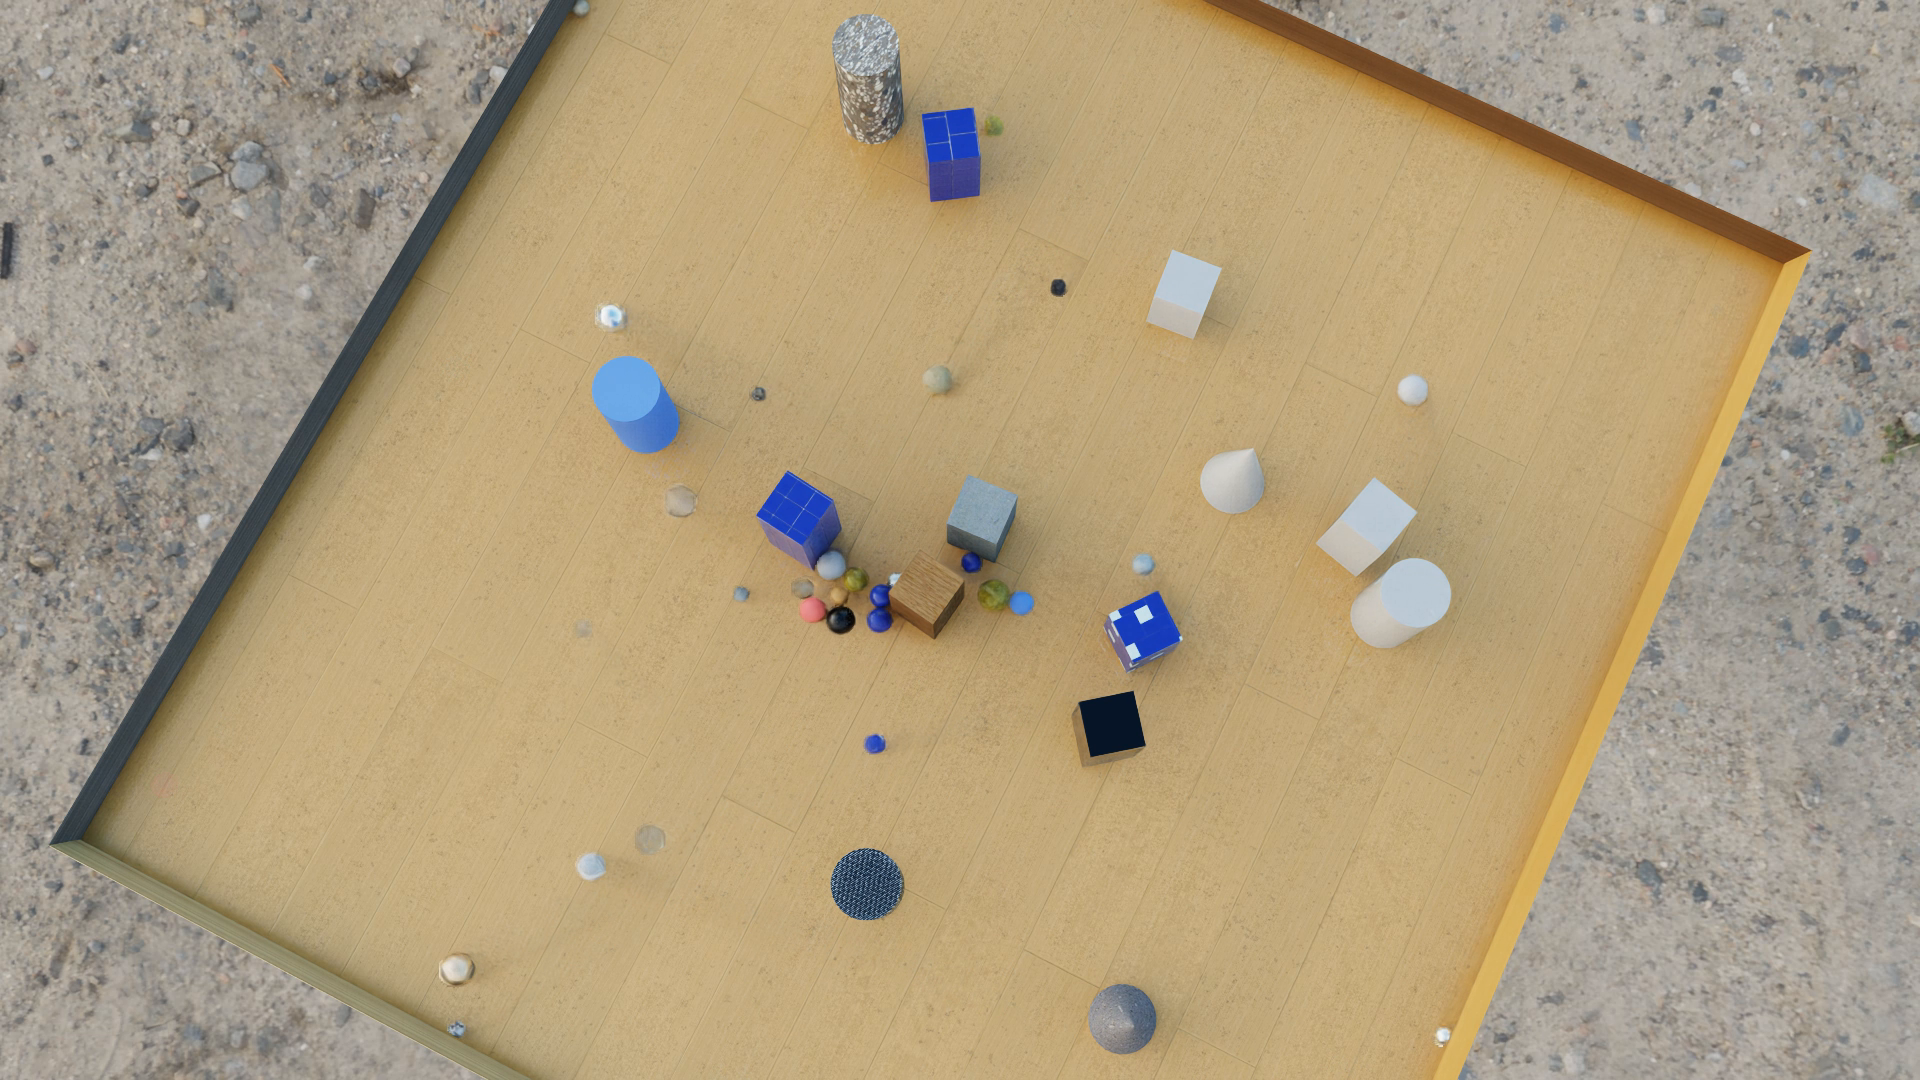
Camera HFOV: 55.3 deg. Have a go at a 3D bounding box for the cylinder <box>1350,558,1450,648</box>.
[{"bbox_3d":[1.286,0.190,5.369,0.198,0.409,0.198,0,78,0],"label":"cylinder"}]

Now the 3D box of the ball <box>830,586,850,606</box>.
[{"bbox_3d":[-0.364,0.170,5.553,0.057,0.057,0.057,0,78,0],"label":"ball"}]

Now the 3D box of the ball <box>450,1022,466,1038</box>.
[{"bbox_3d":[-1.455,1.416,5.301,0.044,0.044,0.044,0,78,0],"label":"ball"}]

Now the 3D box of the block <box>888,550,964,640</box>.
[{"bbox_3d":[-0.097,0.165,5.431,0.159,0.297,0.159,34,80,7],"label":"block"}]

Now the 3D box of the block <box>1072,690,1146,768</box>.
[{"bbox_3d":[0.427,0.552,5.317,0.159,0.362,0.159,-11,79,-2],"label":"block"}]

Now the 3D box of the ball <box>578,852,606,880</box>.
[{"bbox_3d":[-1.080,0.959,5.377,0.081,0.081,0.081,0,78,0],"label":"ball"}]

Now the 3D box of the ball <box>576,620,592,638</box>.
[{"bbox_3d":[-1.136,0.269,5.536,0.050,0.050,0.050,0,78,0],"label":"ball"}]

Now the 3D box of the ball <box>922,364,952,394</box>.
[{"bbox_3d":[-0.069,-0.496,5.673,0.091,0.091,0.091,0,78,0],"label":"ball"}]

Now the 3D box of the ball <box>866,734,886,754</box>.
[{"bbox_3d":[-0.250,0.607,5.460,0.060,0.060,0.060,0,78,0],"label":"ball"}]

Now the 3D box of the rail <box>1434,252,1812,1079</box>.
[{"bbox_3d":[1.726,0.852,5.373,0.045,0.129,3.988,26,80,5],"label":"rail"}]

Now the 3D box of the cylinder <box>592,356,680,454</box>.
[{"bbox_3d":[-0.971,-0.402,5.511,0.198,0.370,0.198,0,78,0],"label":"cylinder"}]

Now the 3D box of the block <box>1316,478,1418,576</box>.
[{"bbox_3d":[1.201,-0.034,5.436,0.159,0.368,0.159,40,81,8],"label":"block"}]

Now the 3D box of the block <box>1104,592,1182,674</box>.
[{"bbox_3d":[0.540,0.276,5.438,0.159,0.238,0.159,-25,79,-5],"label":"block"}]

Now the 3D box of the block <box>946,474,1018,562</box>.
[{"bbox_3d":[0.065,-0.060,5.480,0.159,0.291,0.159,23,79,5],"label":"block"}]

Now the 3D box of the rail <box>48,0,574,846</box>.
[{"bbox_3d":[-1.726,-0.838,5.723,0.045,0.129,3.988,26,80,5],"label":"rail"}]

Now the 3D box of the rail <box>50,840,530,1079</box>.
[{"bbox_3d":[-0.881,1.732,5.191,3.908,0.129,0.045,26,80,5],"label":"rail"}]

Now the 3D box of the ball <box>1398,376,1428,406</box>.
[{"bbox_3d":[1.399,-0.461,5.665,0.092,0.092,0.092,0,78,0],"label":"ball"}]

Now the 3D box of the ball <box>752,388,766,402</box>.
[{"bbox_3d":[-0.624,-0.452,5.687,0.045,0.045,0.045,0,78,0],"label":"ball"}]

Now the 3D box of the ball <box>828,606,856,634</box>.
[{"bbox_3d":[-0.358,0.242,5.523,0.086,0.086,0.086,0,78,0],"label":"ball"}]

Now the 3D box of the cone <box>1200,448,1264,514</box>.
[{"bbox_3d":[0.841,-0.221,5.449,0.198,0.417,0.198,0,78,0],"label":"cone"}]

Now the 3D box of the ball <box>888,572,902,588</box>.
[{"bbox_3d":[-0.193,0.127,5.562,0.056,0.056,0.056,0,78,0],"label":"ball"}]

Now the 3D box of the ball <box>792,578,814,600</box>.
[{"bbox_3d":[-0.474,0.148,5.553,0.064,0.064,0.064,0,78,0],"label":"ball"}]

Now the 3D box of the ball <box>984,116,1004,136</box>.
[{"bbox_3d":[0.106,-1.325,5.858,0.065,0.065,0.065,0,78,0],"label":"ball"}]

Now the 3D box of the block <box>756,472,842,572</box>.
[{"bbox_3d":[-0.472,-0.052,5.426,0.159,0.395,0.159,33,80,6],"label":"block"}]

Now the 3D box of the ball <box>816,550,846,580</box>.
[{"bbox_3d":[-0.389,0.076,5.555,0.089,0.089,0.089,0,78,0],"label":"ball"}]

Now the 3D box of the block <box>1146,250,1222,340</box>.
[{"bbox_3d":[0.688,-0.754,5.650,0.159,0.240,0.159,22,79,4],"label":"block"}]

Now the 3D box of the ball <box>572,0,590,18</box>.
[{"bbox_3d":[-1.232,-1.724,5.944,0.057,0.057,0.057,0,78,0],"label":"ball"}]

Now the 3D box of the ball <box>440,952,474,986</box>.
[{"bbox_3d":[-1.456,1.244,5.310,0.096,0.096,0.096,0,78,0],"label":"ball"}]

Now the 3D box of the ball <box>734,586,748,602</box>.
[{"bbox_3d":[-0.663,0.165,5.560,0.044,0.044,0.044,0,78,0],"label":"ball"}]

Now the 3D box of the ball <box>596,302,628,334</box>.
[{"bbox_3d":[-1.085,-0.692,5.712,0.094,0.094,0.094,0,78,0],"label":"ball"}]

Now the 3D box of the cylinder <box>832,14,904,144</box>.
[{"bbox_3d":[-0.279,-1.416,5.661,0.198,0.487,0.198,0,78,0],"label":"cylinder"}]

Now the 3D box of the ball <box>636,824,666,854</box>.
[{"bbox_3d":[-0.909,0.881,5.391,0.085,0.085,0.085,0,78,0],"label":"ball"}]

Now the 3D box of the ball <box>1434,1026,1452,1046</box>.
[{"bbox_3d":[1.398,1.432,5.292,0.055,0.055,0.055,0,78,0],"label":"ball"}]

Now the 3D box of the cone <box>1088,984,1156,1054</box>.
[{"bbox_3d":[0.472,1.355,5.144,0.198,0.376,0.198,0,78,0],"label":"cone"}]

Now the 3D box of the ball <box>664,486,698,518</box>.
[{"bbox_3d":[-0.852,-0.116,5.590,0.099,0.099,0.099,0,78,0],"label":"ball"}]

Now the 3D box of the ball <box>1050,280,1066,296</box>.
[{"bbox_3d":[0.309,-0.794,5.756,0.050,0.050,0.050,0,78,0],"label":"ball"}]

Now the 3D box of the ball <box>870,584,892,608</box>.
[{"bbox_3d":[-0.237,0.170,5.545,0.072,0.072,0.072,0,78,0],"label":"ball"}]

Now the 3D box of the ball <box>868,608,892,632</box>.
[{"bbox_3d":[-0.240,0.242,5.528,0.075,0.075,0.075,0,78,0],"label":"ball"}]

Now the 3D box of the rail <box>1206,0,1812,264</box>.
[{"bbox_3d":[0.881,-1.719,5.906,3.908,0.129,0.045,26,80,5],"label":"rail"}]

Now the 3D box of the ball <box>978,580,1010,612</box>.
[{"bbox_3d":[0.101,0.167,5.532,0.098,0.098,0.098,0,78,0],"label":"ball"}]

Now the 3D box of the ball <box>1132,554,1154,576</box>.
[{"bbox_3d":[0.558,0.077,5.567,0.066,0.066,0.066,0,78,0],"label":"ball"}]

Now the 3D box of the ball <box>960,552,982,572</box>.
[{"bbox_3d":[0.033,0.067,5.571,0.061,0.061,0.061,0,78,0],"label":"ball"}]

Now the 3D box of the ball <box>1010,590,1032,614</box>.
[{"bbox_3d":[0.184,0.189,5.541,0.072,0.072,0.072,0,78,0],"label":"ball"}]

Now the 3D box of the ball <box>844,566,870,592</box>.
[{"bbox_3d":[-0.313,0.119,5.553,0.077,0.077,0.077,0,78,0],"label":"ball"}]

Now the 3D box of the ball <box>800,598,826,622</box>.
[{"bbox_3d":[-0.442,0.211,5.533,0.078,0.078,0.078,0,78,0],"label":"ball"}]

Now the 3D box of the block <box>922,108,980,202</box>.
[{"bbox_3d":[-0.026,-1.196,5.705,0.159,0.312,0.159,-8,78,-2],"label":"block"}]

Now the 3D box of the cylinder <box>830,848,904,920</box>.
[{"bbox_3d":[-0.262,0.990,5.258,0.198,0.300,0.198,0,78,0],"label":"cylinder"}]
